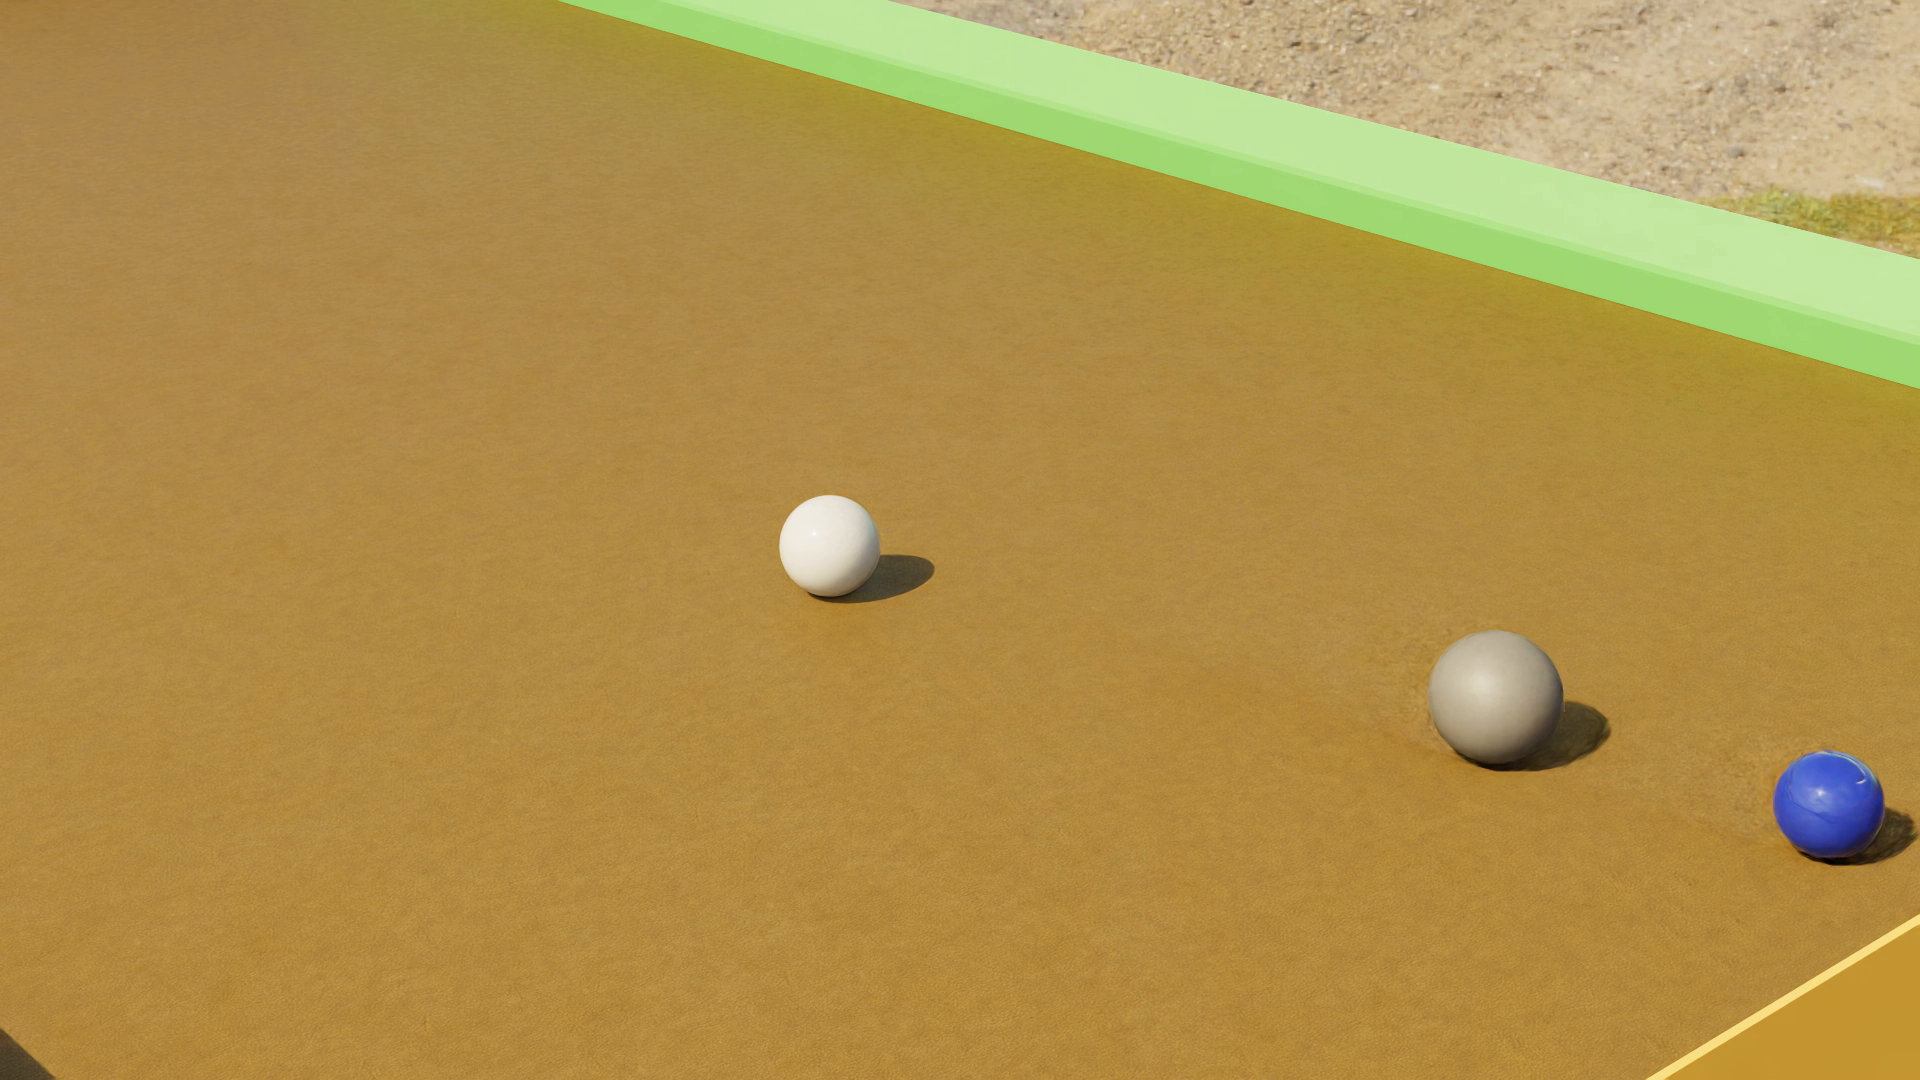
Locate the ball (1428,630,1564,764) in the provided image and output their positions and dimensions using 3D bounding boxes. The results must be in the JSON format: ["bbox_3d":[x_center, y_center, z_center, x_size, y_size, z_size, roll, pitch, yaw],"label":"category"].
[{"bbox_3d":[0.383,0.112,2.107,0.096,0.096,0.096,0,23,0],"label":"ball"}]

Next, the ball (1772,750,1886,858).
[{"bbox_3d":[0.585,0.178,1.979,0.073,0.073,0.073,0,23,0],"label":"ball"}]

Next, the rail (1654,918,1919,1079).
[{"bbox_3d":[0.597,0.241,1.759,2.035,0.125,0.045,-19,29,-38],"label":"rail"}]

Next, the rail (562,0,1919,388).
[{"bbox_3d":[0.132,-0.541,3.631,0.045,0.125,3.704,-19,29,-38],"label":"rail"}]

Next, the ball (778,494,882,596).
[{"bbox_3d":[-0.105,0.005,2.381,0.083,0.083,0.083,0,23,0],"label":"ball"}]
